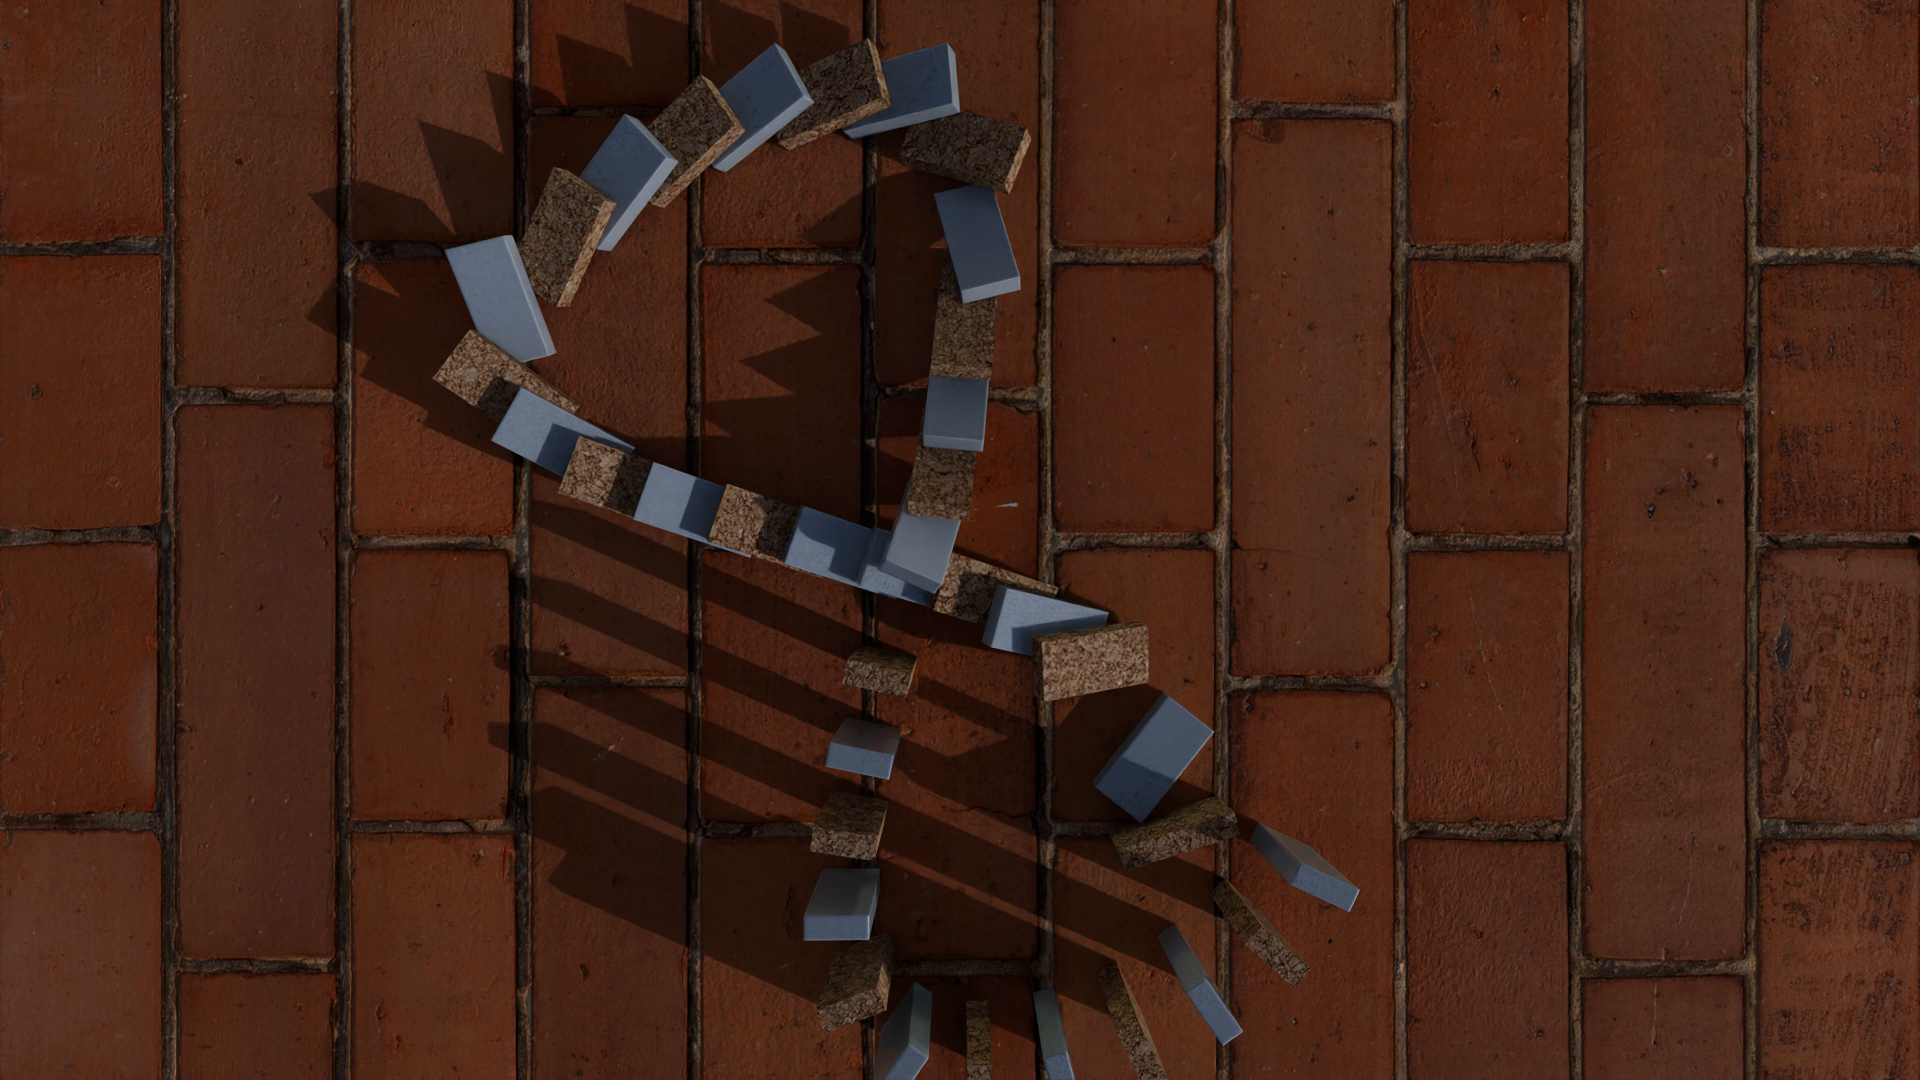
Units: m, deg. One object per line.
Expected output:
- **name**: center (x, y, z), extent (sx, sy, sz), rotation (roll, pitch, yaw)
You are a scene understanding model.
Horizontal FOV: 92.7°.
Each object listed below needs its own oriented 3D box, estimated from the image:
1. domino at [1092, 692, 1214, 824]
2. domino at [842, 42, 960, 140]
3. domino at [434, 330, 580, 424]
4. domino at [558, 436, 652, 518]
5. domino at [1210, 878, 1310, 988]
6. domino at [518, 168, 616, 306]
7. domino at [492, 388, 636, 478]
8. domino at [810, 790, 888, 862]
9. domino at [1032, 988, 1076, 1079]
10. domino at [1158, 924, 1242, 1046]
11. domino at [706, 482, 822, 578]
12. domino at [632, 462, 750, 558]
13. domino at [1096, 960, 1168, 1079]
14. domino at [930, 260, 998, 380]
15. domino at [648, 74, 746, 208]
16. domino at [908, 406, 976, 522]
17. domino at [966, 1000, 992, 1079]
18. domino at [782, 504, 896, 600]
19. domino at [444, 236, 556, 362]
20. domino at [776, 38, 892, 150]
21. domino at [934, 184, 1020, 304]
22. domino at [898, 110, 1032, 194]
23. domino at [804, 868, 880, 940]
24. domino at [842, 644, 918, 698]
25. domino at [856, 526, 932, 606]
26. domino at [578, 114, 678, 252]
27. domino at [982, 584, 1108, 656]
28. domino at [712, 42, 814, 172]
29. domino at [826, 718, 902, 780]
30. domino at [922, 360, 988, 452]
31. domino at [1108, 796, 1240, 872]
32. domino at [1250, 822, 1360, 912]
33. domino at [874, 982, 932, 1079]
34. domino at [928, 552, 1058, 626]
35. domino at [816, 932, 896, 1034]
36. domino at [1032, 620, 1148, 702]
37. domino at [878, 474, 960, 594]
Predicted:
- **domino**: center (0.083, 0.094, 0.395), extent (0.025, 0.009, 0.050), rotation (38, 90, 0)
- **domino**: center (-0.026, -0.189, 0.387), extent (0.050, 0.010, 0.025), rotation (-5, 90, 20)
- **domino**: center (-0.191, -0.063, 0.388), extent (0.050, 0.010, 0.025), rotation (37, 90, -18)
- **domino**: center (-0.140, -0.023, 0.388), extent (0.050, 0.009, 0.025), rotation (21, 90, -18)
- **domino**: center (0.121, 0.159, 0.375), extent (0.025, 0.050, 0.009), rotation (42, 90, 0)
- **domino**: center (-0.169, -0.127, 0.388), extent (0.025, 0.009, 0.050), rotation (34, 108, 0)
- **domino**: center (-0.167, -0.041, 0.388), extent (0.050, 0.009, 0.025), rotation (30, 90, -18)
- **domino**: center (-0.044, 0.116, 0.375), extent (0.025, 0.050, 0.009), rotation (9, 90, 0)
- **domino**: center (0.039, 0.209, 0.375), extent (0.009, 0.050, 0.025), rotation (-15, 90, 0)
- **domino**: center (0.097, 0.180, 0.375), extent (0.009, 0.050, 0.025), rotation (-35, 90, 0)
- **domino**: center (-0.078, -0.004, 0.388), extent (0.050, 0.010, 0.025), rotation (20, 90, -17)
- **domino**: center (-0.109, -0.013, 0.388), extent (0.050, 0.009, 0.025), rotation (20, 90, -18)
- **domino**: center (0.069, 0.197, 0.375), extent (0.010, 0.050, 0.025), rotation (-27, 90, 0)
- **domino**: center (0.003, -0.093, 0.387), extent (0.025, 0.009, 0.050), rotation (5, 70, 0)
- **domino**: center (-0.118, -0.168, 0.388), extent (0.050, 0.010, 0.025), rotation (-34, 90, 18)
- **domino**: center (-0.006, -0.033, 0.383), extent (0.025, 0.009, 0.050), rotation (6, 58, 0)
- **domino**: center (0.008, 0.213, 0.375), extent (0.009, 0.050, 0.025), rotation (-1, 90, 0)
- **domino**: center (-0.047, 0.005, 0.388), extent (0.050, 0.009, 0.025), rotation (19, 90, -17)
- **domino**: center (-0.193, -0.100, 0.387), extent (0.025, 0.009, 0.050), rotation (-14, 110, 0)
- **domino**: center (-0.056, -0.188, 0.387), extent (0.050, 0.009, 0.025), rotation (-14, 90, 19)
- **domino**: center (0.007, -0.126, 0.388), extent (0.025, 0.009, 0.050), rotation (-14, 71, 0)
- **domino**: center (0.002, -0.167, 0.389), extent (0.050, 0.010, 0.025), rotation (22, 90, 16)
- **domino**: center (-0.047, 0.148, 0.375), extent (0.025, 0.050, 0.010), rotation (0, 90, 0)
- **domino**: center (-0.032, 0.053, 0.375), extent (0.025, 0.050, 0.009), rotation (13, 90, 0)
- **domino**: center (-0.016, 0.014, 0.388), extent (0.050, 0.010, 0.025), rotation (18, 90, -17)
- **domino**: center (-0.145, -0.150, 0.388), extent (0.050, 0.010, 0.025), rotation (-44, 90, 18)
- **domino**: center (0.036, 0.037, 0.386), extent (0.050, 0.010, 0.025), rotation (14, 92, -23)
- **domino**: center (-0.089, -0.182, 0.388), extent (0.050, 0.009, 0.025), rotation (-29, 90, 19)
- **domino**: center (-0.038, 0.084, 0.375), extent (0.025, 0.050, 0.010), rotation (12, 90, 0)
- **domino**: center (-0.001, -0.062, 0.386), extent (0.025, 0.009, 0.050), rotation (5, 67, 0)
- **domino**: center (0.090, 0.124, 0.388), extent (0.050, 0.025, 0.010), rotation (-18, 90, 0)
- **domino**: center (0.139, 0.133, 0.375), extent (0.025, 0.050, 0.010), rotation (25, 90, 0)
- **domino**: center (-0.023, 0.206, 0.375), extent (0.009, 0.050, 0.025), rotation (35, 90, 0)
- **domino**: center (0.014, 0.024, 0.388), extent (0.050, 0.009, 0.025), rotation (19, 90, -17)
- **domino**: center (-0.042, 0.180, 0.375), extent (0.025, 0.050, 0.010), rotation (-21, 90, 0)
- **domino**: center (0.055, 0.050, 0.385), extent (0.050, 0.009, 0.025), rotation (-6, 99, -21)
- **domino**: center (-0.014, -0.005, 0.380), extent (0.025, 0.010, 0.050), rotation (24, 55, -11)
